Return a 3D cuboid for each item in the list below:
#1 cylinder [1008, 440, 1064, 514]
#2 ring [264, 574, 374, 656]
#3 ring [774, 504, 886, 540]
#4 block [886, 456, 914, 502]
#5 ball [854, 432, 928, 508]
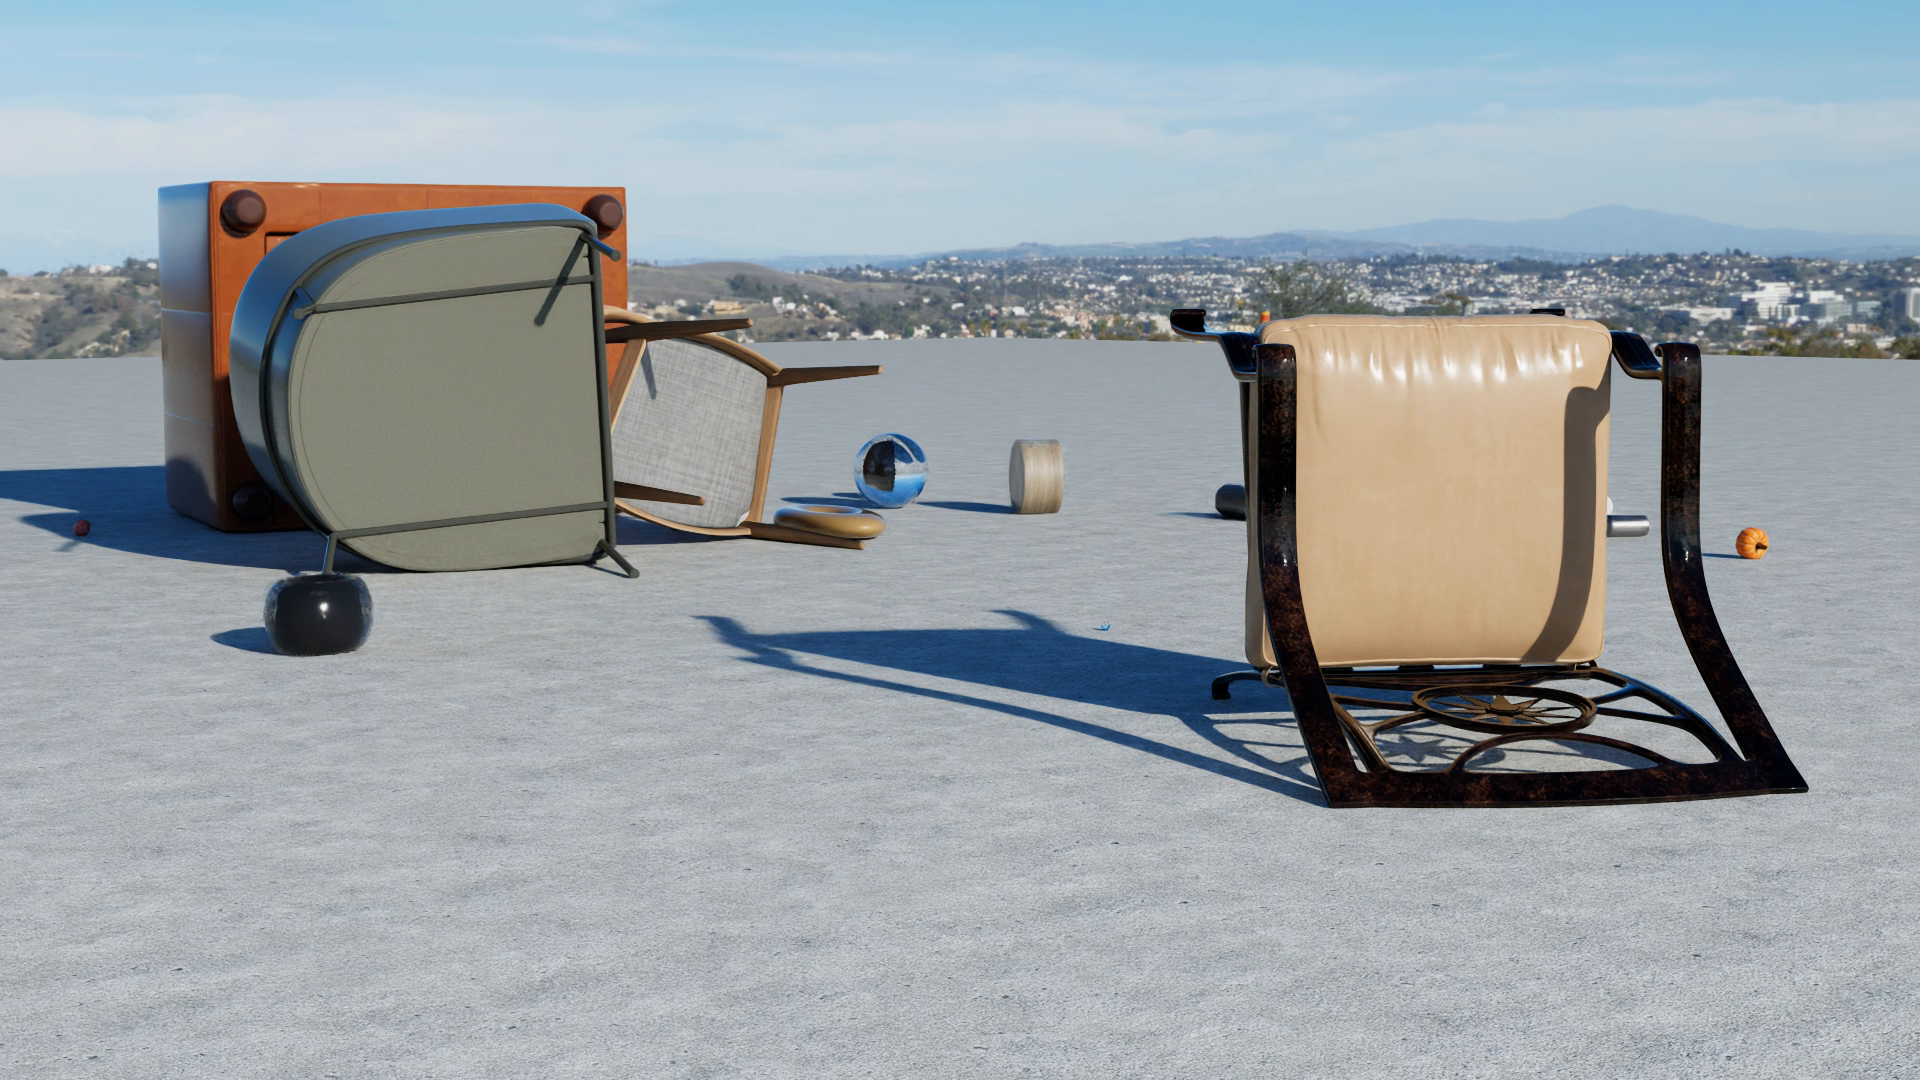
[{"bbox_3d":[0.211,-0.176,7.112,0.109,0.210,0.201,-1,42,-11],"label":"cylinder"},{"bbox_3d":[-1.131,0.131,4.529,0.186,0.127,0.244,-3,5,-5],"label":"ring"},{"bbox_3d":[-0.336,-0.047,6.569,0.237,0.064,0.473,-2,6,-27],"label":"ring"},{"bbox_3d":[-0.176,-0.179,7.550,0.070,0.124,0.126,-1,6,-7],"label":"block"},{"bbox_3d":[-0.196,-0.197,7.282,0.213,0.213,0.213,0,6,0],"label":"ball"}]
